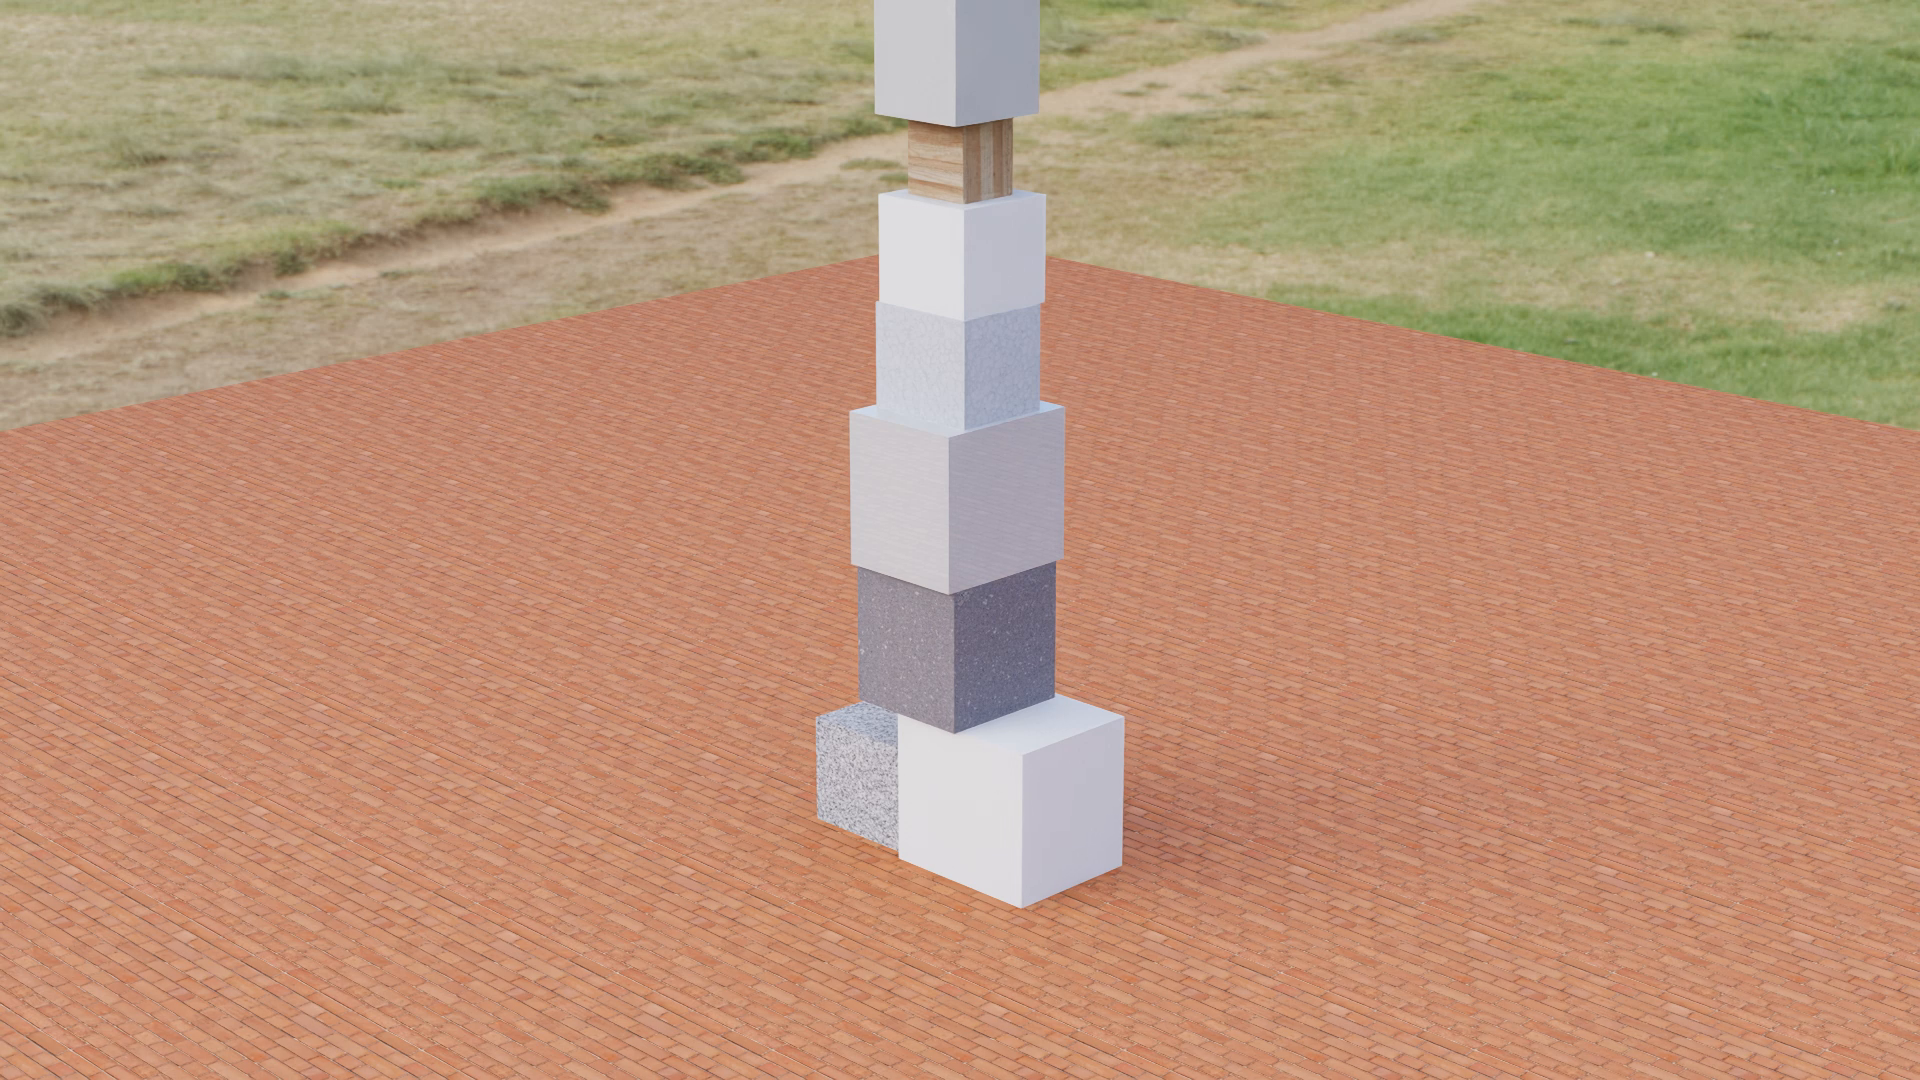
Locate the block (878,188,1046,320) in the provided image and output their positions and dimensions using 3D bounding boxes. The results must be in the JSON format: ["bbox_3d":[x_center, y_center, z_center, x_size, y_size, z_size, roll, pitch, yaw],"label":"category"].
[{"bbox_3d":[0.010,-1.288,12.947,0.509,0.484,0.530,-17,24,-42],"label":"block"}]

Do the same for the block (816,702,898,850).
[{"bbox_3d":[-0.285,1.099,13.981,0.523,0.519,0.610,-17,24,-42],"label":"block"}]

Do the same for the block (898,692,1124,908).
[{"bbox_3d":[0.232,1.141,13.484,0.672,0.737,0.790,-17,24,-42],"label":"block"}]

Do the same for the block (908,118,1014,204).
[{"bbox_3d":[0.002,-1.687,12.814,0.308,0.359,0.340,-17,24,-42],"label":"block"}]

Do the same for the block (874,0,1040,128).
[{"bbox_3d":[-0.013,-2.124,12.661,0.513,0.567,0.495,-17,24,-42],"label":"block"}]

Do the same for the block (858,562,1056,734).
[{"bbox_3d":[-0.014,0.415,13.457,0.657,0.666,0.624,-17,24,-42],"label":"block"}]

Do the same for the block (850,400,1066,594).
[{"bbox_3d":[-0.010,-0.246,13.253,0.740,0.717,0.629,-17,24,-42],"label":"block"}]

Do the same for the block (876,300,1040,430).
[{"bbox_3d":[-0.009,-0.820,13.075,0.478,0.486,0.557,-17,24,-42],"label":"block"}]
